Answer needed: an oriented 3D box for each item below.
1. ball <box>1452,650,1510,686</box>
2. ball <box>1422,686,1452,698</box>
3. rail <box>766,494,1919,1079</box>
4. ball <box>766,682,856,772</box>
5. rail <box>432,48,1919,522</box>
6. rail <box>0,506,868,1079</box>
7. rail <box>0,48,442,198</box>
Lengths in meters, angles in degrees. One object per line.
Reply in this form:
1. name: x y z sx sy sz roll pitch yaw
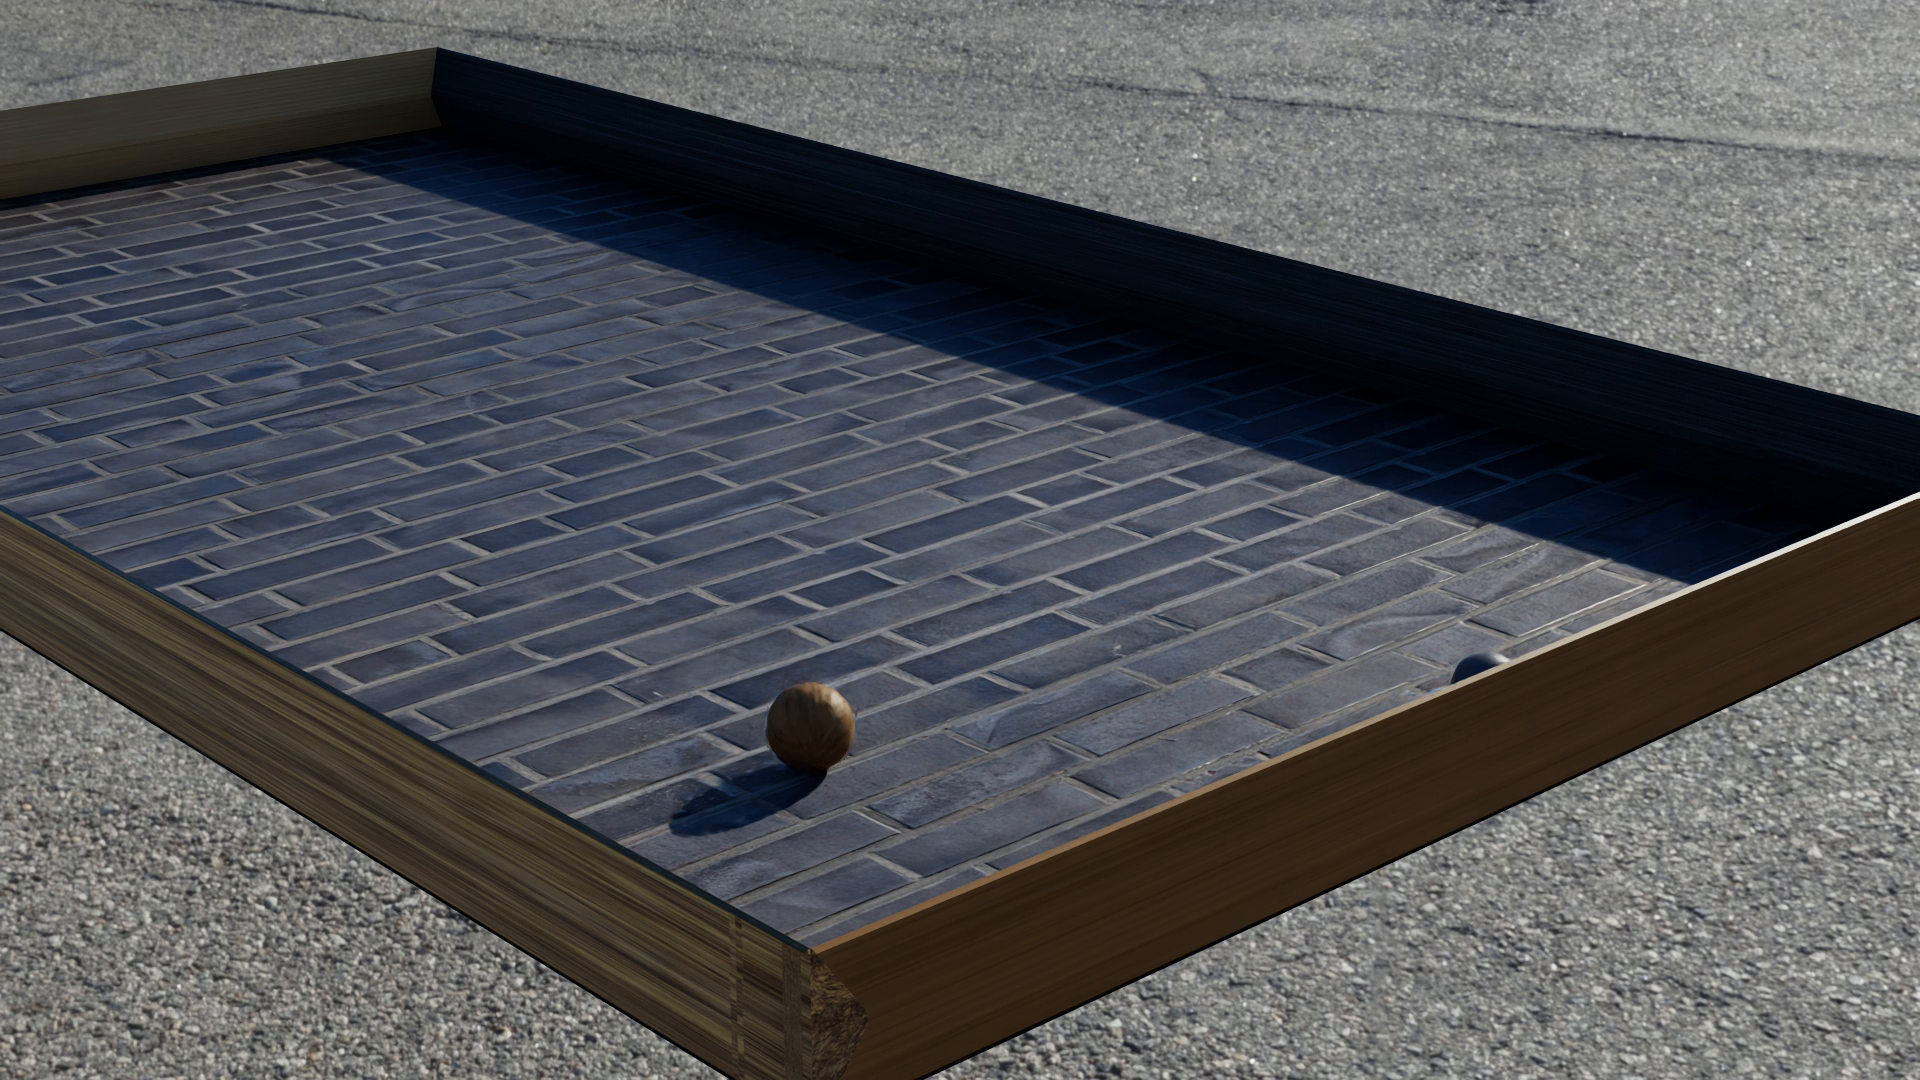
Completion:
1. ball: 0.439 0.121 2.455 0.058 0.058 0.058 0 20 0
2. ball: 0.397 0.145 2.400 0.051 0.051 0.051 0 20 0
3. rail: 0.442 0.135 2.316 1.489 0.125 0.045 -17 26 -39
4. ball: -0.120 0.150 2.357 0.071 0.071 0.071 0 20 0
5. rail: 0.075 -0.369 3.703 0.045 0.125 2.725 -17 26 -39
6. rail: -0.992 -0.038 2.792 0.045 0.125 2.725 -17 26 -39
7. rail: -1.359 -0.542 4.178 1.489 0.125 0.045 -17 26 -39
